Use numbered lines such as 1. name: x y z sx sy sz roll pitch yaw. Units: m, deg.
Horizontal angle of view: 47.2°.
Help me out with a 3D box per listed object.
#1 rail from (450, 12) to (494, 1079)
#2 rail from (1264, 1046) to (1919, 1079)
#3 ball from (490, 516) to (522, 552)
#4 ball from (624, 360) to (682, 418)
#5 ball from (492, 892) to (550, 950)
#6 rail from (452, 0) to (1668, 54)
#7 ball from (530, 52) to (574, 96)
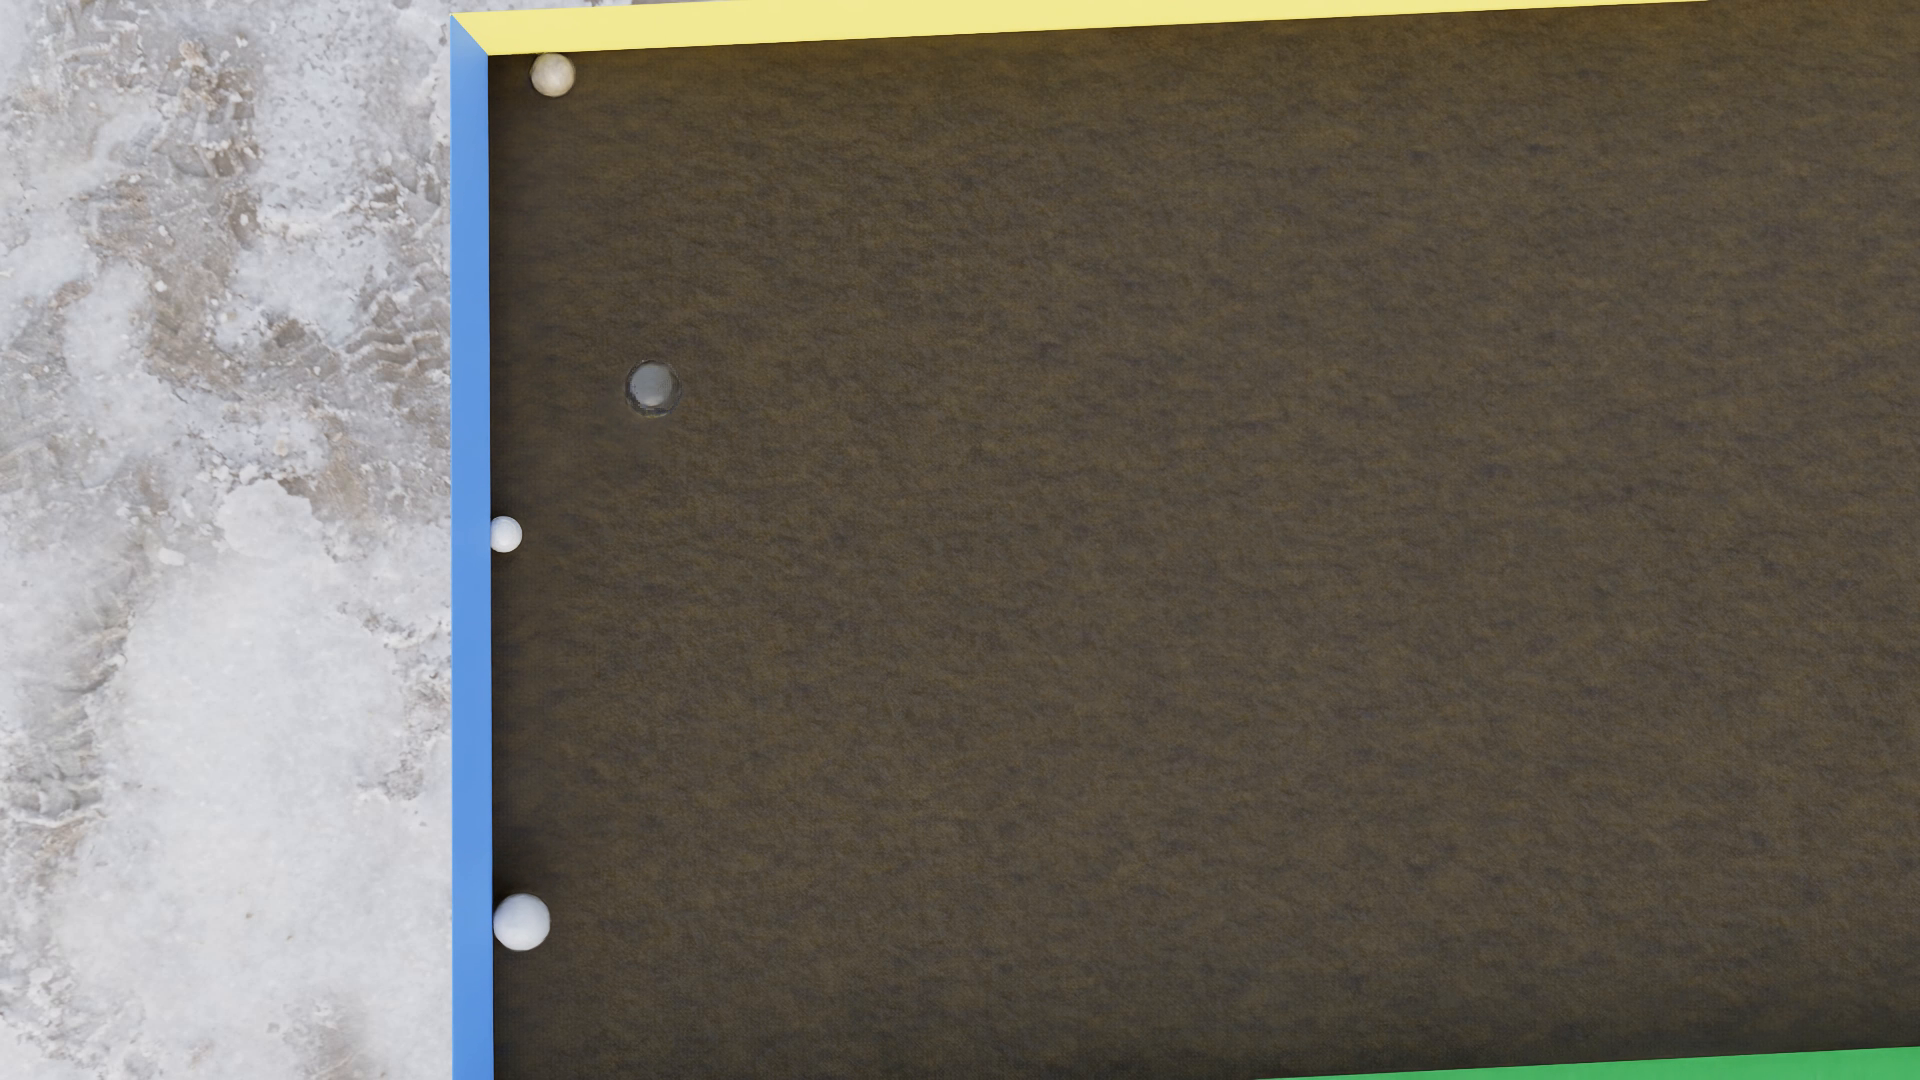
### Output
1. rail: -0.722 0.030 3.273 0.045 0.113 1.703 -3 78 -1
2. rail: 0.785 0.770 3.120 2.984 0.113 0.045 -3 78 -1
3. ball: -0.687 -0.009 3.311 0.055 0.055 0.055 0 78 0
4. ball: -0.467 -0.229 3.341 0.087 0.087 0.087 0 78 0
5. ball: -0.634 0.552 3.182 0.083 0.083 0.083 0 78 0
6. rail: 0.705 -0.849 3.454 2.984 0.113 0.045 -3 78 -1
7. ball: -0.640 -0.731 3.453 0.069 0.069 0.069 0 78 0
